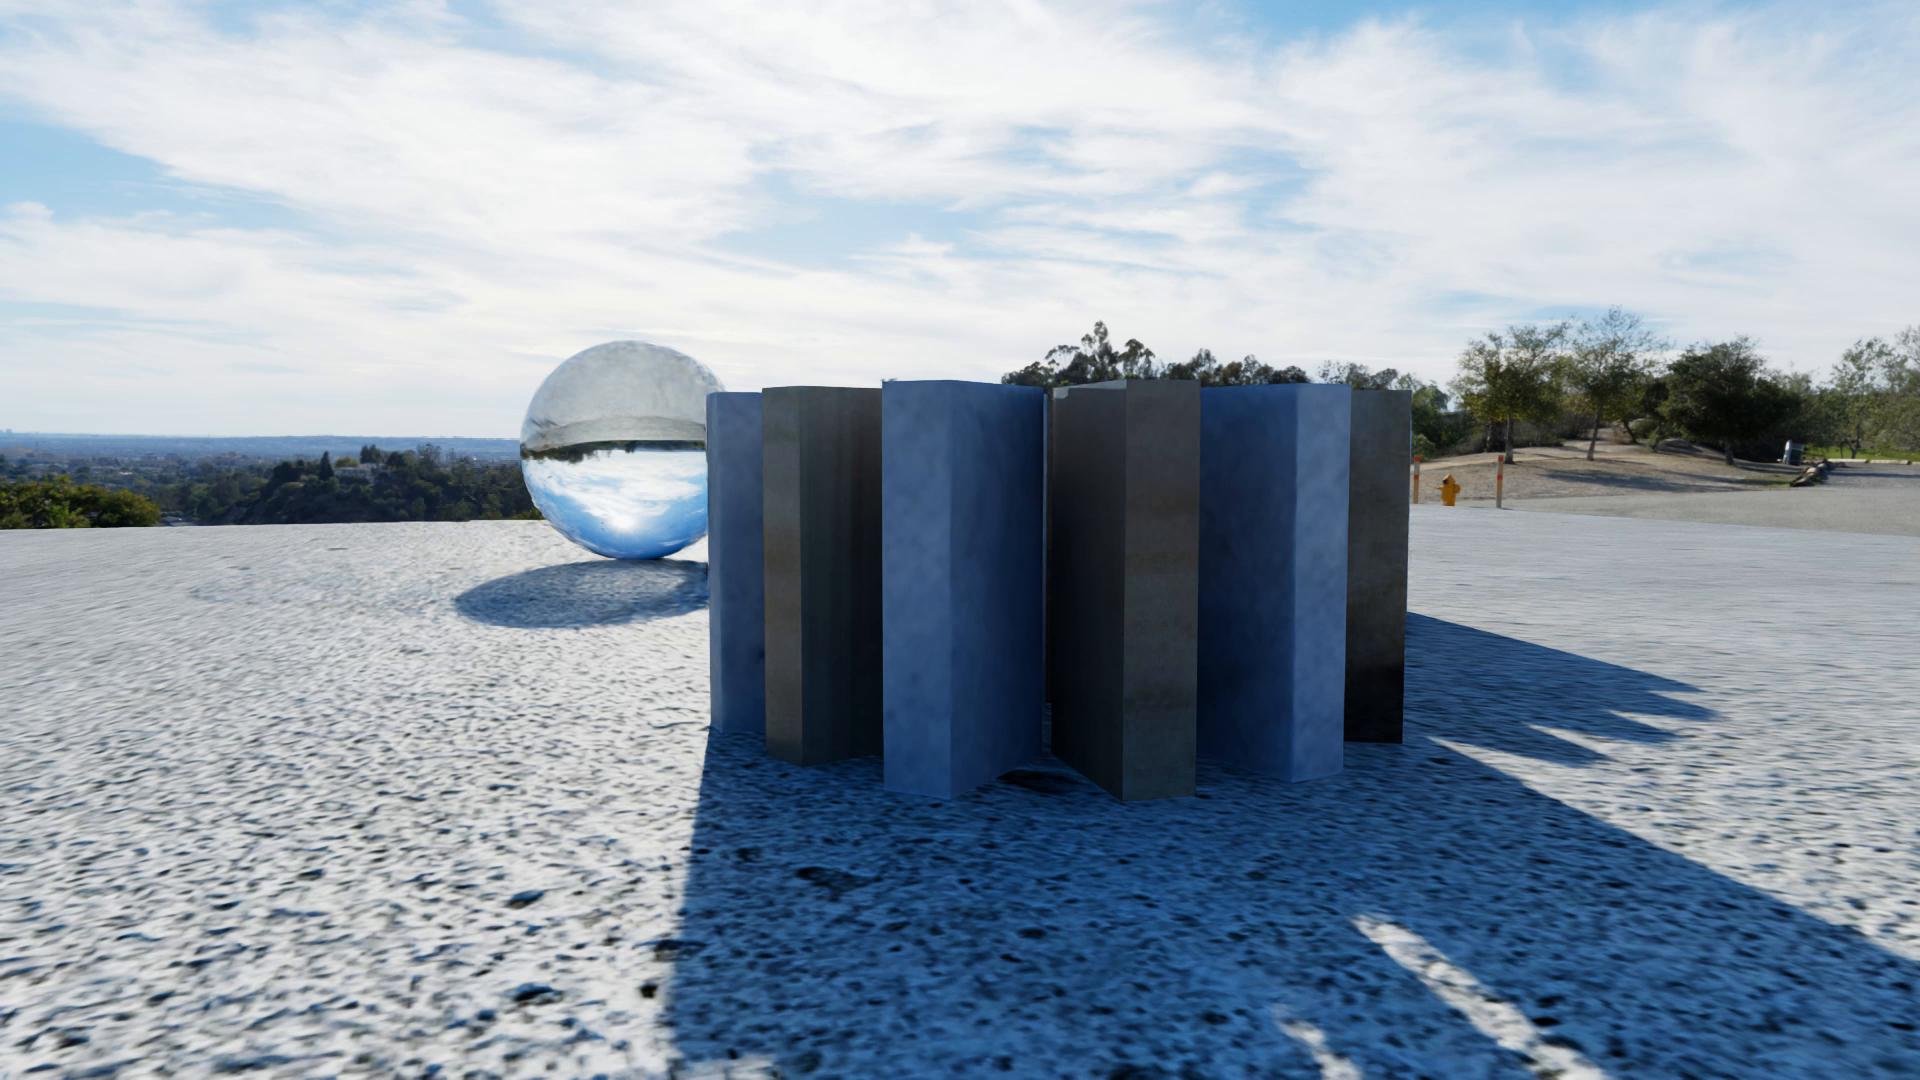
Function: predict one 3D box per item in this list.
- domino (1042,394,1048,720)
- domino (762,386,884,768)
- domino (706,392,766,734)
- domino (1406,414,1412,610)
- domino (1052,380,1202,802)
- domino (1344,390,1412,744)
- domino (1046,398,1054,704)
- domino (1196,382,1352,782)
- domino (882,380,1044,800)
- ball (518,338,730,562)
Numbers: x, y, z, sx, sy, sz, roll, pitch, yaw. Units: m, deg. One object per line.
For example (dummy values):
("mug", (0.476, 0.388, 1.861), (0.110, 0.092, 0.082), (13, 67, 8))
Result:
("domino", (0.001, 0.002, 0.201), (0.025, 0.050, 0.010), (0, 4, -1))
("domino", (-0.014, 0.004, 0.178), (0.025, 0.050, 0.009), (-3, 5, -39))
("domino", (-0.025, 0.003, 0.195), (0.025, 0.050, 0.009), (-2, 5, -21))
("domino", (0.100, -0.007, 0.326), (0.025, 0.050, 0.010), (1, 4, 7))
("domino", (0.021, 0.005, 0.164), (0.009, 0.050, 0.025), (-1, 4, -16))
("domino", (0.051, 0.003, 0.187), (0.025, 0.050, 0.010), (1, 4, 11))
("domino", (0.006, 0.001, 0.218), (0.025, 0.050, 0.010), (3, 5, 38))
("domino", (0.039, 0.005, 0.172), (0.009, 0.050, 0.025), (-3, 5, -33))
("domino", (0.001, 0.005, 0.165), (0.009, 0.050, 0.025), (2, 5, 30))
("ball", (-0.117, -0.032, 0.464), (0.080, 0.080, 0.080), (0, 4, 0))
